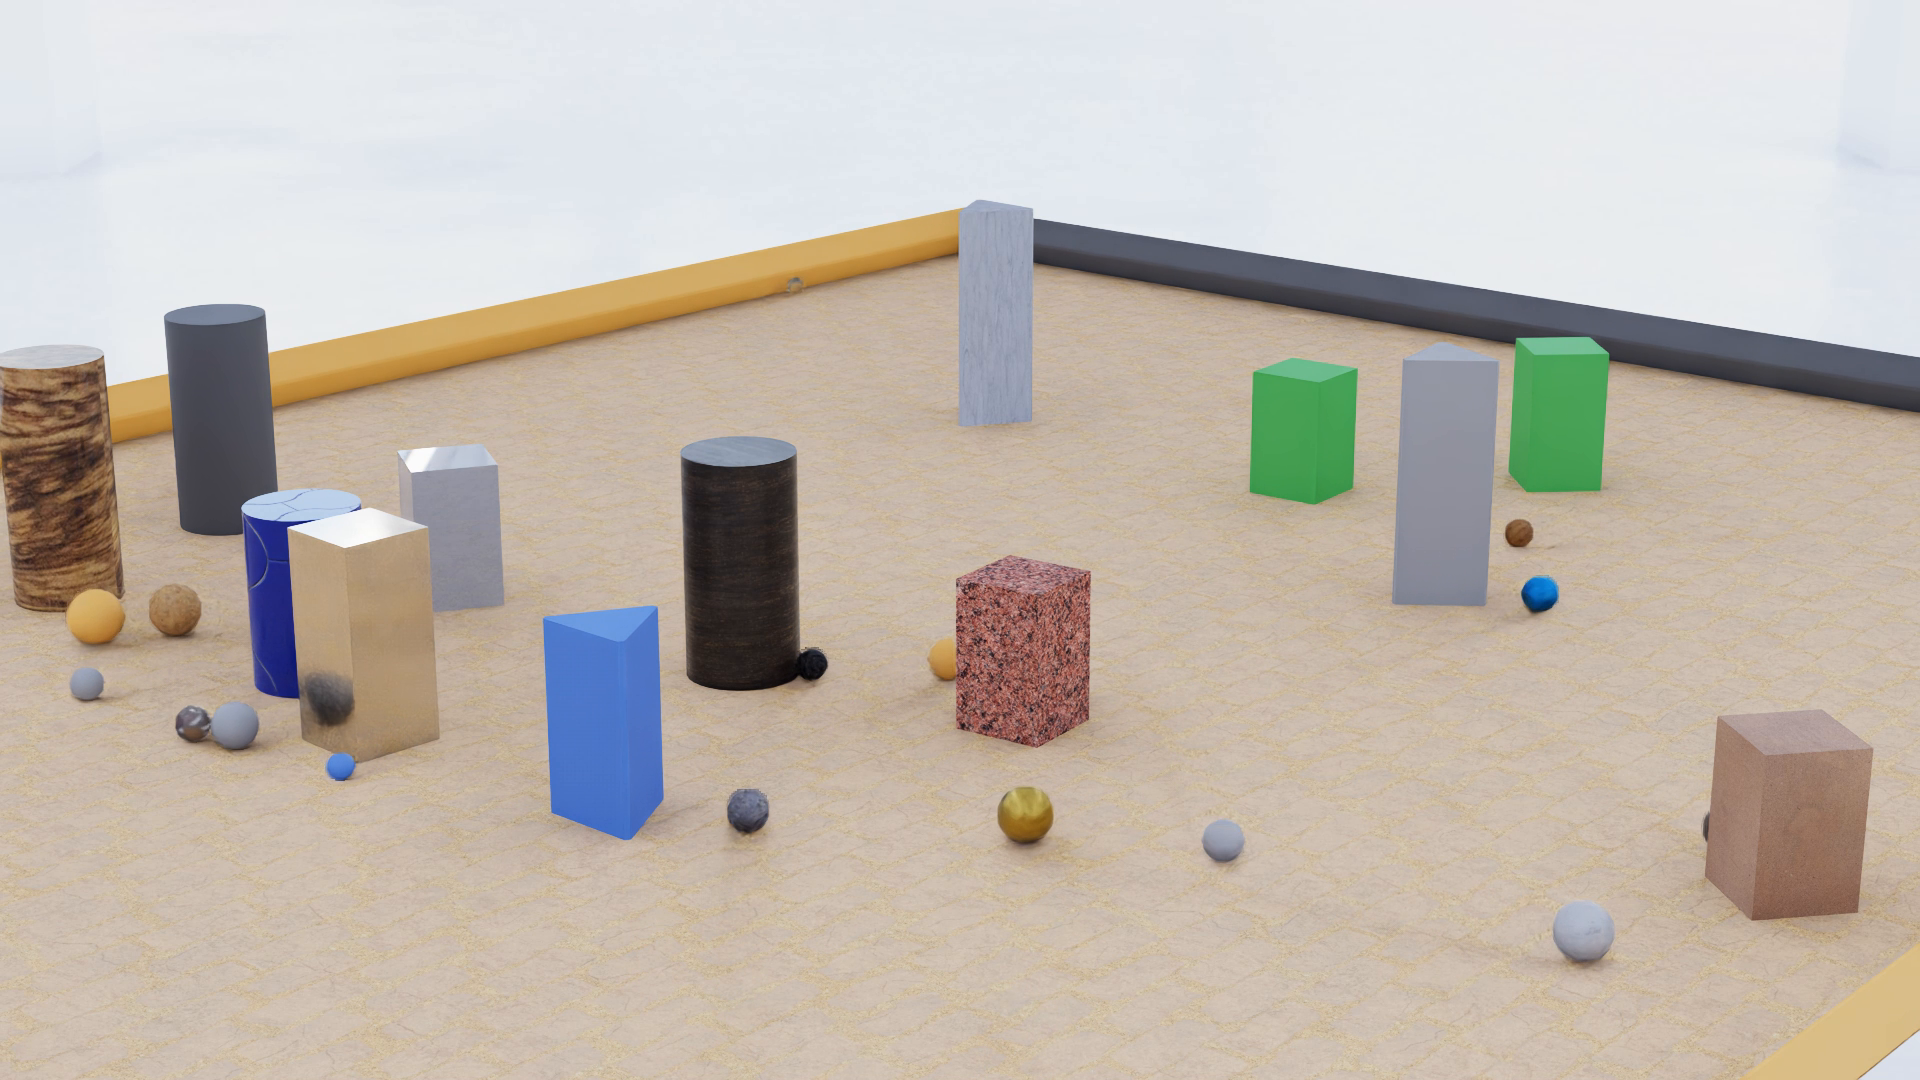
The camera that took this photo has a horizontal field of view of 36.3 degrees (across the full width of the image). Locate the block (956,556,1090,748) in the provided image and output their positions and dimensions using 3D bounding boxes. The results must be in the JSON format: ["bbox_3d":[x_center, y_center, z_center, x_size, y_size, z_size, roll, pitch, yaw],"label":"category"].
[{"bbox_3d":[0.096,0.168,4.462,0.147,0.240,0.147,11,20,33],"label":"block"}]

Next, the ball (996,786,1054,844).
[{"bbox_3d":[0.090,0.379,4.041,0.079,0.079,0.079,0,17,0],"label":"ball"}]

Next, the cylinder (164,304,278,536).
[{"bbox_3d":[-1.379,-0.226,5.486,0.184,0.401,0.184,0,17,0],"label":"cylinder"}]

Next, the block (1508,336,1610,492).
[{"bbox_3d":[1.178,-0.248,5.774,0.147,0.275,0.147,-1,17,-3],"label":"block"}]

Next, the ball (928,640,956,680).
[{"bbox_3d":[-0.019,0.191,4.690,0.063,0.063,0.063,0,17,0],"label":"ball"}]

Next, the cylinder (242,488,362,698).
[{"bbox_3d":[-1.035,0.084,4.652,0.184,0.291,0.184,0,17,0],"label":"cylinder"}]

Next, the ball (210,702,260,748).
[{"bbox_3d":[-1.086,0.277,4.392,0.071,0.071,0.071,0,17,0],"label":"ball"}]

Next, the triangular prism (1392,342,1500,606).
[{"bbox_3d":[0.831,-0.115,5.064,0.159,0.433,0.138,1,17,3],"label":"triangular prism"}]

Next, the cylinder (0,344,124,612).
[{"bbox_3d":[-1.550,-0.107,5.045,0.184,0.428,0.184,0,17,0],"label":"cylinder"}]

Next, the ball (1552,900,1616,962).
[{"bbox_3d":[0.782,0.490,3.676,0.078,0.078,0.078,0,17,0],"label":"ball"}]

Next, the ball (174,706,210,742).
[{"bbox_3d":[-1.157,0.277,4.422,0.054,0.054,0.054,0,17,0],"label":"ball"}]

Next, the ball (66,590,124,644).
[{"bbox_3d":[-1.430,0.127,4.851,0.092,0.092,0.092,0,17,0],"label":"ball"}]

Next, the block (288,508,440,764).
[{"bbox_3d":[-0.891,0.141,4.386,0.147,0.334,0.147,16,23,42],"label":"block"}]

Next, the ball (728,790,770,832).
[{"bbox_3d":[-0.295,0.378,4.080,0.059,0.059,0.059,0,17,0],"label":"ball"}]

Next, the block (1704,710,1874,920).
[{"bbox_3d":[1.086,0.359,3.848,0.147,0.229,0.147,-3,17,-10],"label":"block"}]

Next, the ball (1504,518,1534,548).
[{"bbox_3d":[1.026,-0.013,5.381,0.053,0.053,0.053,0,17,0],"label":"ball"}]

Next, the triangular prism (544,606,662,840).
[{"bbox_3d":[-0.474,0.246,4.116,0.159,0.290,0.138,14,22,39],"label":"triangular prism"}]

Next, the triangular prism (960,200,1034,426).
[{"bbox_3d":[0.058,-0.487,6.246,0.159,0.459,0.138,-5,17,-15],"label":"triangular prism"}]

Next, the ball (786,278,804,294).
[{"bbox_3d":[-0.422,-0.650,7.503,0.043,0.043,0.043,0,17,0],"label":"ball"}]

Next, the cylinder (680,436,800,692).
[{"bbox_3d":[-0.349,0.036,4.675,0.184,0.368,0.184,0,17,0],"label":"cylinder"}]

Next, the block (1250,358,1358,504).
[{"bbox_3d":[0.670,-0.214,5.716,0.147,0.243,0.147,12,21,35],"label":"block"}]

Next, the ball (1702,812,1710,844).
[{"bbox_3d":[1.052,0.394,3.987,0.082,0.082,0.082,0,17,0],"label":"ball"}]

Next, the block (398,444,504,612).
[{"bbox_3d":[-0.880,-0.021,5.065,0.147,0.251,0.147,-6,18,-19],"label":"block"}]

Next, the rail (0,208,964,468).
[{"bbox_3d":[-1.484,-0.343,6.354,0.045,0.119,4.617,14,22,39],"label":"rail"}]

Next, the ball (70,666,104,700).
[{"bbox_3d":[-1.369,0.225,4.597,0.053,0.053,0.053,0,17,0],"label":"ball"}]

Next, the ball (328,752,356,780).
[{"bbox_3d":[-0.902,0.329,4.273,0.040,0.040,0.040,0,17,0],"label":"ball"}]

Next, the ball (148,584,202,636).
[{"bbox_3d":[-1.310,0.117,4.895,0.086,0.086,0.086,0,17,0],"label":"ball"}]

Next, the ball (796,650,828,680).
[{"bbox_3d":[-0.237,0.200,4.685,0.050,0.050,0.050,0,17,0],"label":"ball"}]

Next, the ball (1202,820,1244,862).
[{"bbox_3d":[0.358,0.408,3.981,0.058,0.058,0.058,0,17,0],"label":"ball"}]

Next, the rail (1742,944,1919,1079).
[{"bbox_3d":[1.484,0.403,3.888,0.045,0.119,4.617,14,22,39],"label":"rail"}]

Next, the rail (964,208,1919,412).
[{"bbox_3d":[1.498,-0.470,6.773,3.978,0.119,0.045,14,22,39],"label":"rail"}]

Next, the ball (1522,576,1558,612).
[{"bbox_3d":[0.992,0.093,5.019,0.061,0.061,0.061,0,17,0],"label":"ball"}]
